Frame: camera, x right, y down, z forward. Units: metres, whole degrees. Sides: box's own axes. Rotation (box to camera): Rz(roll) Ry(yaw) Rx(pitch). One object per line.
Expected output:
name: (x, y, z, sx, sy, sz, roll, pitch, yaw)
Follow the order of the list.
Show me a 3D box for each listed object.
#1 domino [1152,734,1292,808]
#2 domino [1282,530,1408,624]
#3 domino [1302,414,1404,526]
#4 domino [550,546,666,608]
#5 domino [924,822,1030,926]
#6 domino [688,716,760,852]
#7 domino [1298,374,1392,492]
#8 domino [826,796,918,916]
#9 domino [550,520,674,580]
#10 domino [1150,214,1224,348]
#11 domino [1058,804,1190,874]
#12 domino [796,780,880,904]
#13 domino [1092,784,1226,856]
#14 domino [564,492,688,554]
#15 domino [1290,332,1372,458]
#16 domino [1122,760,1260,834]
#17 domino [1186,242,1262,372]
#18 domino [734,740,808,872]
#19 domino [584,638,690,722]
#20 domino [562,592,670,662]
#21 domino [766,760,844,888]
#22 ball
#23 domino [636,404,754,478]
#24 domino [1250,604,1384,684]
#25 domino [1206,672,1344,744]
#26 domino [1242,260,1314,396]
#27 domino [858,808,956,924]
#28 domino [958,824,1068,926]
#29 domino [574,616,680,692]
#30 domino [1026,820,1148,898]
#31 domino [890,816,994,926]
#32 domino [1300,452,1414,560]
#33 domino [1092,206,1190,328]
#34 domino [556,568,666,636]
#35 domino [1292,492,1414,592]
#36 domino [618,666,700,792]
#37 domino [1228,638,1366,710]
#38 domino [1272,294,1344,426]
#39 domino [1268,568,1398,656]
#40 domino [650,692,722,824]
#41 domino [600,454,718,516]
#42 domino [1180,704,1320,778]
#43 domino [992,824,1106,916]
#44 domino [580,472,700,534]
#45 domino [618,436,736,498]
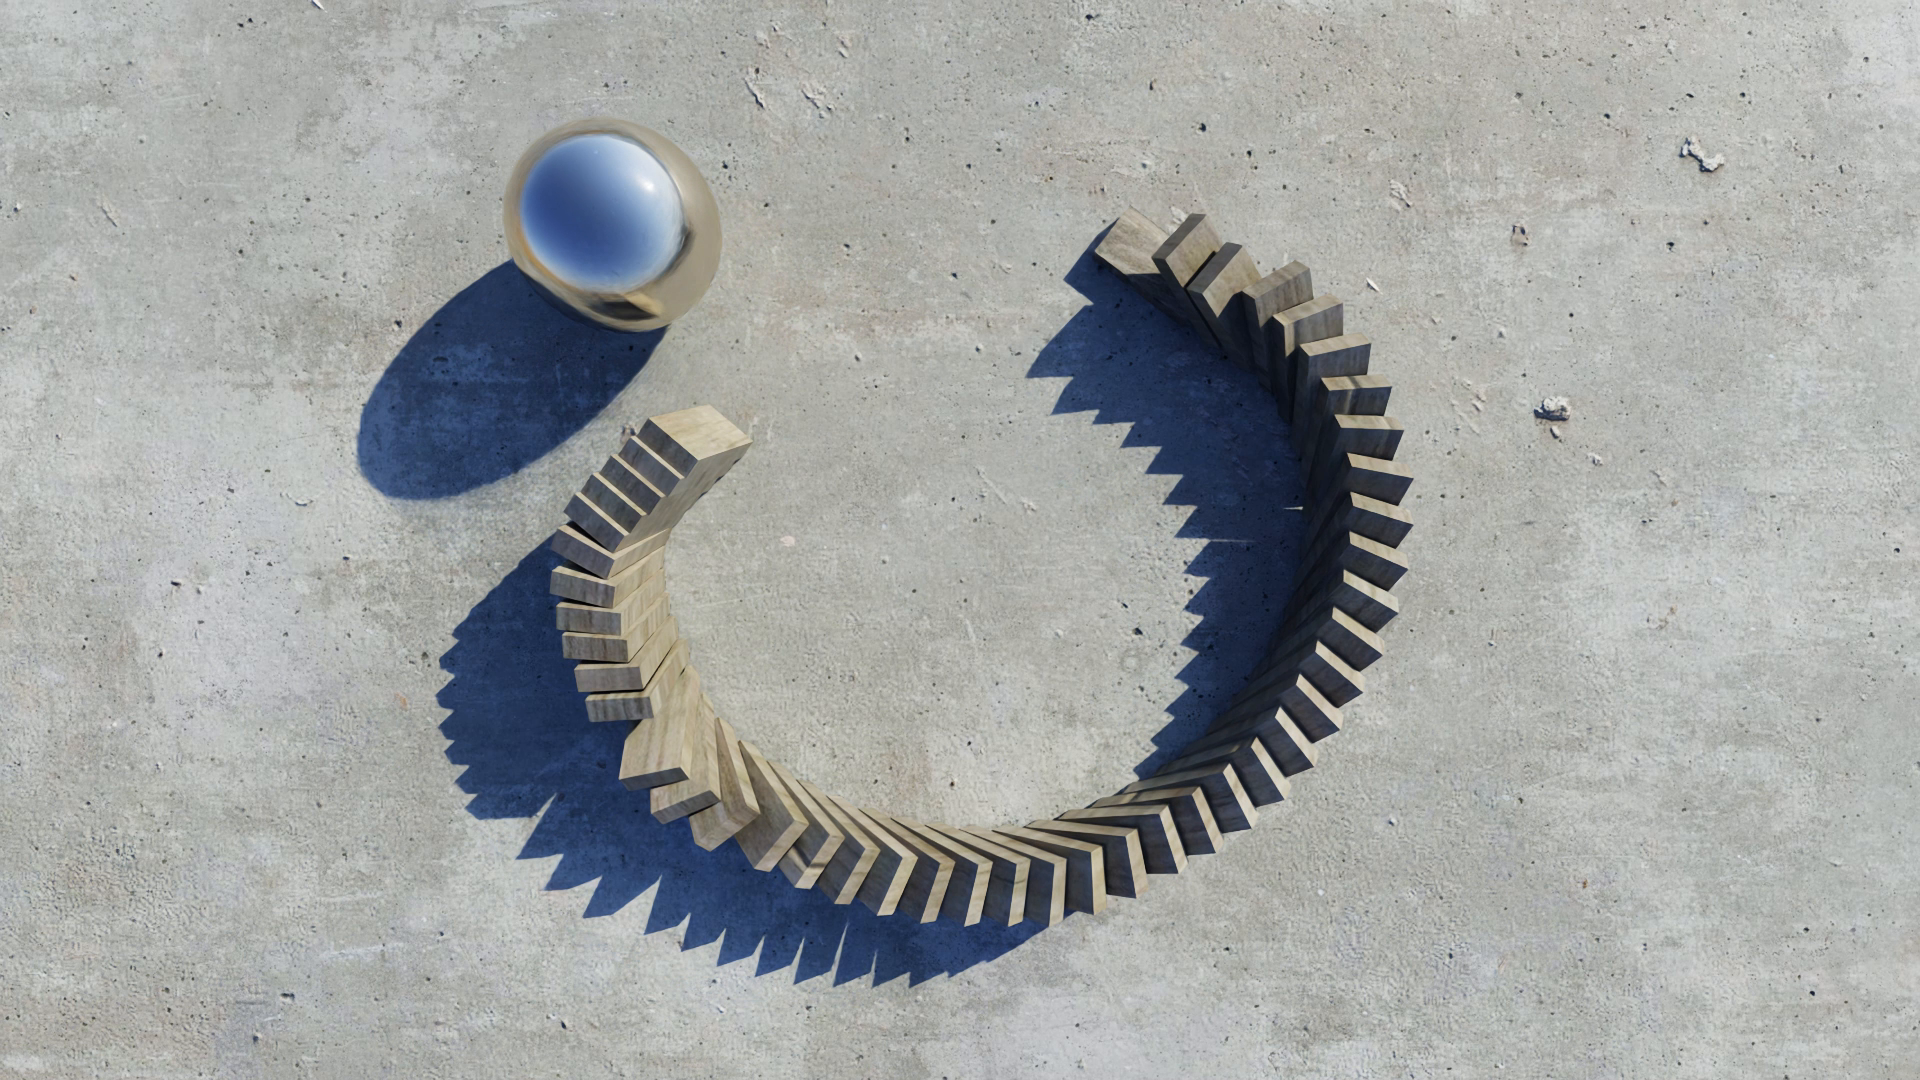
domino: (0.108, 0.100, 0.380, 0.050, 0.009, 0.025, -32, 90, 40)
domino: (0.159, 0.021, 0.380, 0.025, 0.010, 0.050, 23, 131, 0)
domino: (0.162, -0.028, 0.380, 0.025, 0.010, 0.050, 2, 130, 0)
domino: (-0.143, 0.012, 0.375, 0.025, 0.050, 0.009, 14, 108, 0)
domino: (0.005, 0.137, 0.380, 0.050, 0.009, 0.025, 8, 90, 40)
domino: (-0.101, 0.100, 0.379, 0.025, 0.050, 0.010, -37, 133, 0)
domino: (0.159, -0.044, 0.380, 0.025, 0.010, 0.050, -4, 130, 0)
domino: (-0.042, 0.130, 0.380, 0.050, 0.010, 0.025, 24, 90, 40)
domino: (-0.141, -0.001, 0.375, 0.025, 0.050, 0.009, 29, 108, 0)
domino: (0.102, -0.107, 0.382, 0.025, 0.010, 0.050, -47, 124, -3)
domino: (0.067, 0.125, 0.380, 0.050, 0.010, 0.025, -18, 90, 40)
domino: (-0.057, 0.124, 0.380, 0.050, 0.010, 0.025, 30, 90, 40)
domino: (0.081, 0.118, 0.380, 0.050, 0.010, 0.025, -22, 90, 40)
domino: (-0.135, -0.012, 0.375, 0.025, 0.050, 0.010, 40, 109, 0)
domino: (0.153, -0.059, 0.380, 0.025, 0.010, 0.050, -12, 130, 0)
domino: (0.095, 0.110, 0.380, 0.050, 0.009, 0.025, -27, 90, 40)
domino: (0.116, -0.096, 0.381, 0.025, 0.009, 0.050, -50, 129, 0)
domino: (-0.085, 0.109, 0.380, 0.025, 0.010, 0.050, -50, 50, 0)
domino: (-0.131, 0.056, 0.375, 0.025, 0.050, 0.010, -4, 110, 1)
domino: (-0.139, 0.034, 0.375, 0.025, 0.050, 0.009, 4, 108, 0)
domino: (-0.071, 0.117, 0.380, 0.050, 0.010, 0.025, 34, 90, 40)
ball: (-0.135, -0.122, 0.360, 0.080, 0.080, 0.080, 0, 90, 0)
domino: (-0.107, -0.041, 0.375, 0.025, 0.050, 0.010, 40, 109, 0)
domino: (0.147, 0.051, 0.380, 0.025, 0.010, 0.050, 36, 130, 0)
domino: (0.130, 0.077, 0.380, 0.025, 0.009, 0.050, 46, 130, 0)
domino: (0.134, -0.087, 0.380, 0.025, 0.010, 0.050, -29, 131, -1)
domino: (-0.027, 0.134, 0.380, 0.050, 0.010, 0.025, 19, 90, 40)
domino: (0.020, 0.138, 0.380, 0.050, 0.010, 0.025, 5, 91, 41)
domino: (-0.135, 0.046, 0.375, 0.025, 0.050, 0.010, -3, 108, 0)
domino: (0.052, 0.131, 0.380, 0.050, 0.010, 0.025, -10, 90, 41)
domino: (-0.011, 0.136, 0.380, 0.050, 0.010, 0.025, 13, 90, 40)
domino: (0.163, -0.011, 0.380, 0.025, 0.010, 0.050, 11, 130, 0)
domino: (0.085, -0.118, 0.395, 0.050, 0.009, 0.025, 37, 90, 0)
domino: (-0.141, 0.024, 0.375, 0.025, 0.050, 0.009, 6, 108, 0)
domino: (0.162, 0.005, 0.380, 0.025, 0.010, 0.050, 17, 131, 0)
domino: (-0.123, 0.077, 0.379, 0.025, 0.010, 0.050, -12, 45, 2)
domino: (0.139, 0.064, 0.380, 0.025, 0.010, 0.050, 40, 130, 0)
domino: (0.145, -0.074, 0.380, 0.025, 0.010, 0.050, -21, 131, 0)
domino: (0.154, 0.036, 0.380, 0.025, 0.010, 0.050, 30, 131, 0)
domino: (-0.114, 0.089, 0.379, 0.025, 0.050, 0.010, -22, 134, 0)
domino: (-0.121, -0.027, 0.375, 0.025, 0.050, 0.009, 40, 109, 0)
domino: (0.119, 0.089, 0.380, 0.025, 0.010, 0.050, 52, 131, 0)
domino: (0.036, 0.136, 0.380, 0.050, 0.010, 0.025, -2, 90, 41)
domino: (-0.129, -0.020, 0.375, 0.025, 0.050, 0.010, 40, 109, 0)
domino: (-0.114, -0.034, 0.375, 0.025, 0.050, 0.010, 40, 109, 0)
